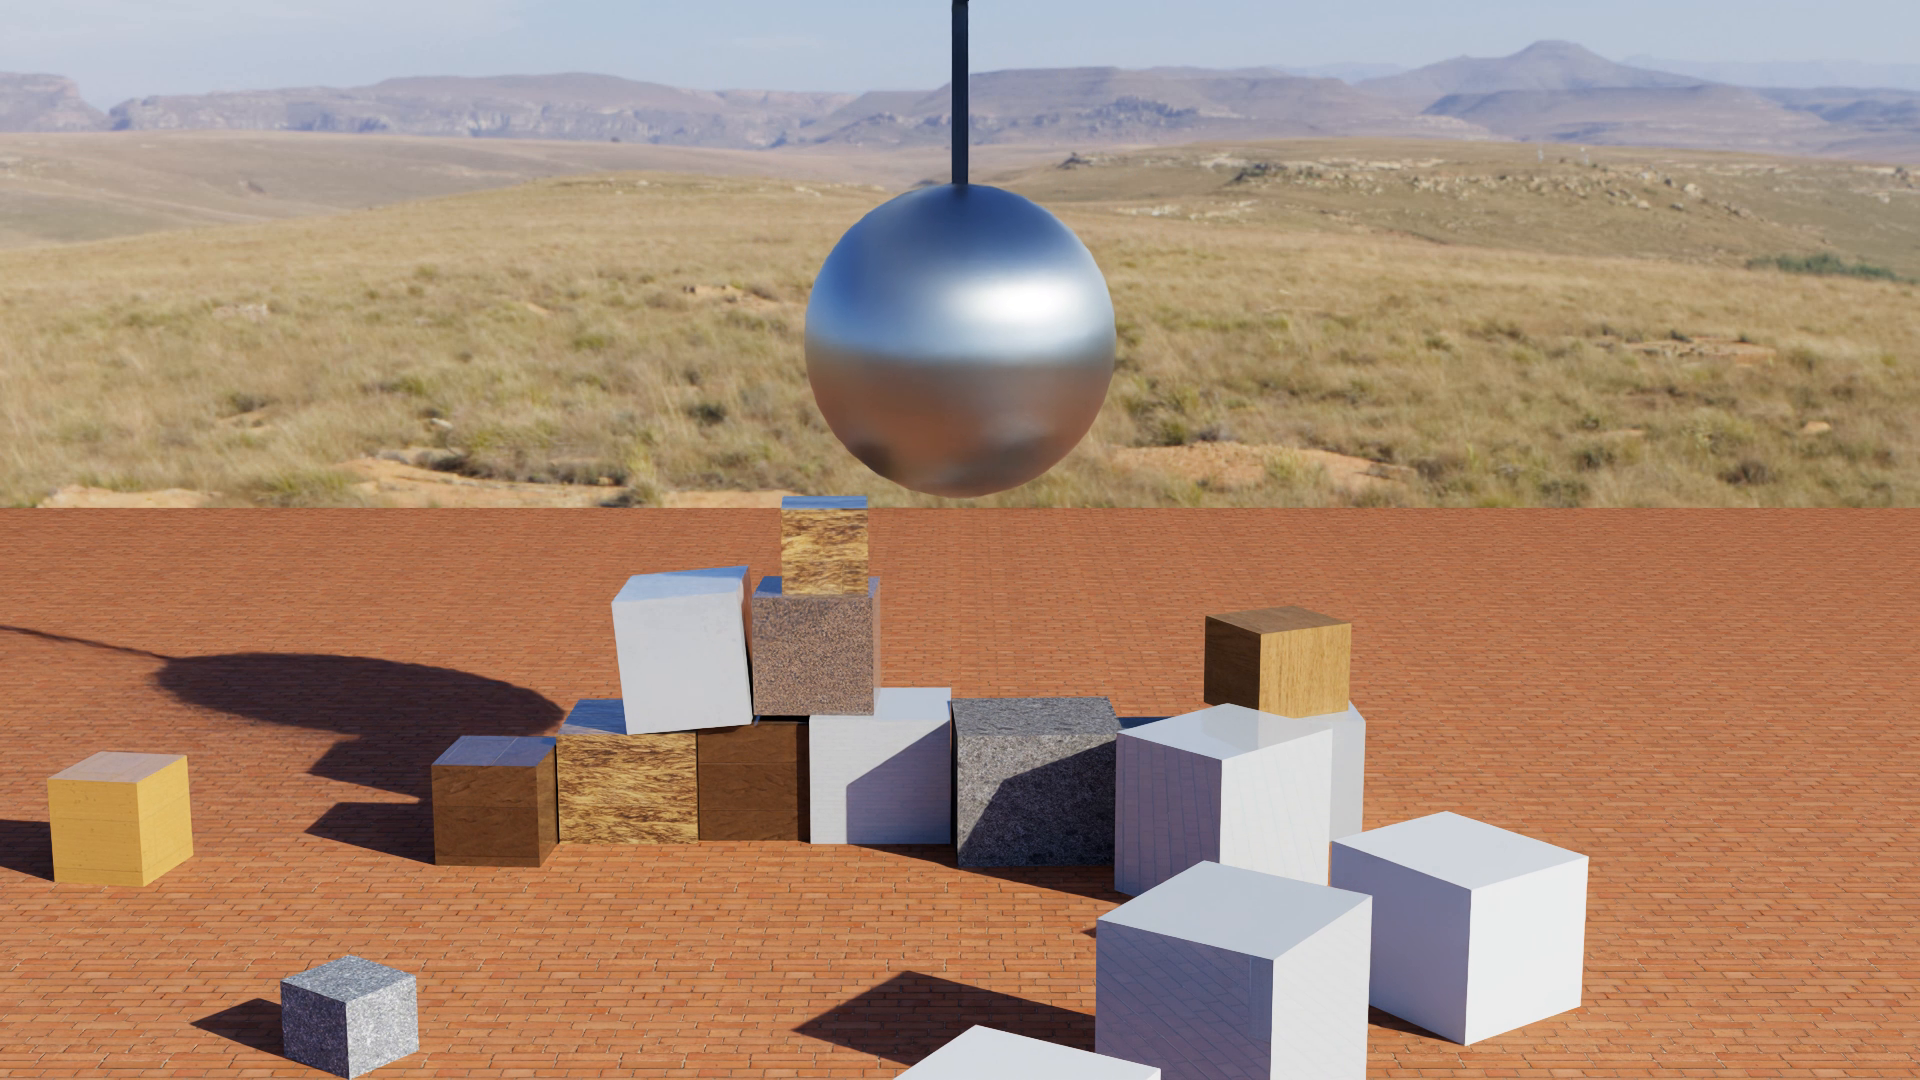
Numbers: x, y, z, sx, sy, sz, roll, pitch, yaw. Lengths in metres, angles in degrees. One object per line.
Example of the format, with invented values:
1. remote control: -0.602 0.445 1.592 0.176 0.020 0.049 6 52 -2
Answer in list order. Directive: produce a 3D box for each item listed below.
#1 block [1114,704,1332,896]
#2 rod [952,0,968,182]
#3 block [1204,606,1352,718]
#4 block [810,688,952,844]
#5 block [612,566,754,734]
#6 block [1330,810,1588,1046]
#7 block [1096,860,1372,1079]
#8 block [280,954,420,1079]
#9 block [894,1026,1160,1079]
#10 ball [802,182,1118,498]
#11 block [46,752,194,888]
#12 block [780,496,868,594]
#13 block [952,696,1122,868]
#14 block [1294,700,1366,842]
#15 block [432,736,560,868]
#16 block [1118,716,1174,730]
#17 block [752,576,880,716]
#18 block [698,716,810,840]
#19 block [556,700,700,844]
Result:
1. block: 1.244 1.274 10.397 0.796 0.774 0.646 -9 14 -42
2. rod: 0.000 -4.335 10.491 0.080 5.200 0.080 0 12 0
3. block: 1.627 0.632 11.297 0.556 0.460 0.495 -5 12 -27
4. block: -0.401 1.159 11.383 0.707 0.647 0.653 0 10 0
5. block: -1.387 0.553 11.274 0.620 0.678 0.690 -5 10 1
6. block: 2.046 1.580 9.081 0.696 0.642 0.757 -7 13 -35
7. block: 1.009 1.707 8.090 0.707 0.747 0.795 7 13 34
8. block: -2.370 1.847 8.542 0.386 0.309 0.339 7 13 35
9. block: 0.169 1.982 6.700 0.659 0.702 0.629 6 12 31
10. ball: 0.000 -1.016 11.225 1.600 1.600 1.600 0 10 0
11. block: -4.077 1.351 10.696 0.457 0.514 0.480 2 10 9
12. block: -0.688 0.022 11.225 0.434 0.434 0.396 -1 10 -3
13. block: 0.378 1.207 11.079 0.814 0.662 0.736 0 10 -3
14. block: 1.705 1.164 11.407 0.653 0.628 0.641 0 10 -1
15. block: -2.298 1.300 10.986 0.518 0.512 0.534 1 10 3
16. block: 1.087 1.236 11.392 0.570 0.493 0.634 0 10 -2
17. block: -0.730 0.538 11.297 0.608 0.607 0.534 0 10 2
18. block: -1.040 1.178 11.397 0.563 0.604 0.583 0 10 0
19. block: -1.676 1.192 11.408 0.696 0.573 0.710 0 10 0
